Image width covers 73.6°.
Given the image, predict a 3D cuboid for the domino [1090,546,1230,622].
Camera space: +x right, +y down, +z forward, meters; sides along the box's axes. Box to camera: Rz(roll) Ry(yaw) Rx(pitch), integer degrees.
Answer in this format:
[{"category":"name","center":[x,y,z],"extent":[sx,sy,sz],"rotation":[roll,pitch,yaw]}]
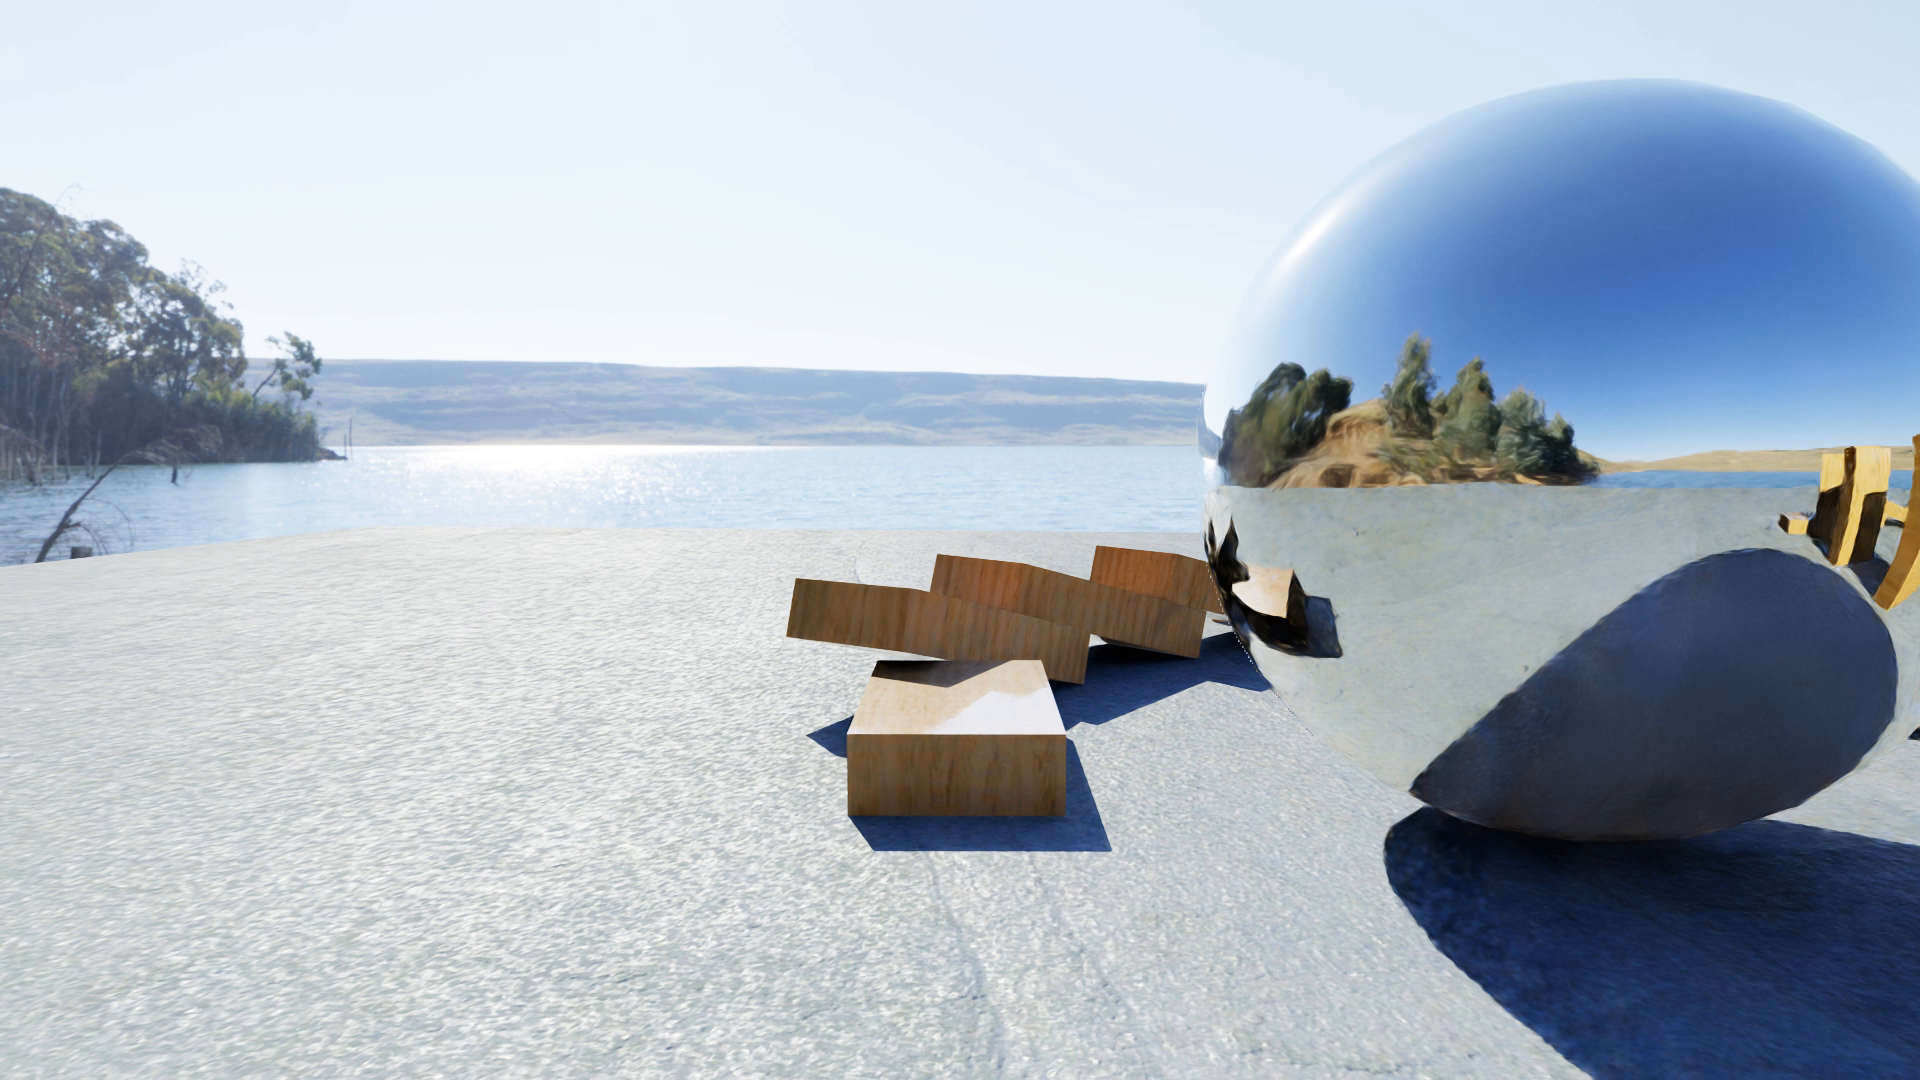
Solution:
[{"category":"domino","center":[0.055,0.012,0.273],"extent":[0.050,0.010,0.025],"rotation":[14,-4,-33]}]

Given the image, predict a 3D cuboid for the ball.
[{"category":"ball","center":[0.066,-0.008,0.140],"extent":[0.080,0.080,0.080],"rotation":[0,4,0]}]

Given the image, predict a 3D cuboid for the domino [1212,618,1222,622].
[{"category":"domino","center":[0.088,0.015,0.306],"extent":[0.050,0.010,0.025],"rotation":[2,5,29]}]

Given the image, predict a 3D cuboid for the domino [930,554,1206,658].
[{"category":"domino","center":[0.021,0.013,0.249],"extent":[0.050,0.010,0.025],"rotation":[15,-6,-39]}]

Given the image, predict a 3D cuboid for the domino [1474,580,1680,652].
[{"category":"domino","center":[0.139,0.016,0.287],"extent":[0.025,0.009,0.050],"rotation":[0,4,-4]}]

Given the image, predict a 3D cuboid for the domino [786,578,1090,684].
[{"category":"domino","center":[-0.002,0.016,0.216],"extent":[0.025,0.009,0.050],"rotation":[3,-8,38]}]

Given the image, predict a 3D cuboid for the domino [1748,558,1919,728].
[{"category":"domino","center":[0.153,0.016,0.209],"extent":[0.025,0.009,0.050],"rotation":[4,18,9]}]

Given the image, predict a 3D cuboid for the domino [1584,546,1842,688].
[{"category":"domino","center":[0.146,0.014,0.246],"extent":[0.025,0.009,0.050],"rotation":[0,18,-4]}]

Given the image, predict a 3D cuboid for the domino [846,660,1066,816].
[{"category":"domino","center":[0.000,0.025,0.172],"extent":[0.025,0.009,0.050],"rotation":[0,4,0]}]
